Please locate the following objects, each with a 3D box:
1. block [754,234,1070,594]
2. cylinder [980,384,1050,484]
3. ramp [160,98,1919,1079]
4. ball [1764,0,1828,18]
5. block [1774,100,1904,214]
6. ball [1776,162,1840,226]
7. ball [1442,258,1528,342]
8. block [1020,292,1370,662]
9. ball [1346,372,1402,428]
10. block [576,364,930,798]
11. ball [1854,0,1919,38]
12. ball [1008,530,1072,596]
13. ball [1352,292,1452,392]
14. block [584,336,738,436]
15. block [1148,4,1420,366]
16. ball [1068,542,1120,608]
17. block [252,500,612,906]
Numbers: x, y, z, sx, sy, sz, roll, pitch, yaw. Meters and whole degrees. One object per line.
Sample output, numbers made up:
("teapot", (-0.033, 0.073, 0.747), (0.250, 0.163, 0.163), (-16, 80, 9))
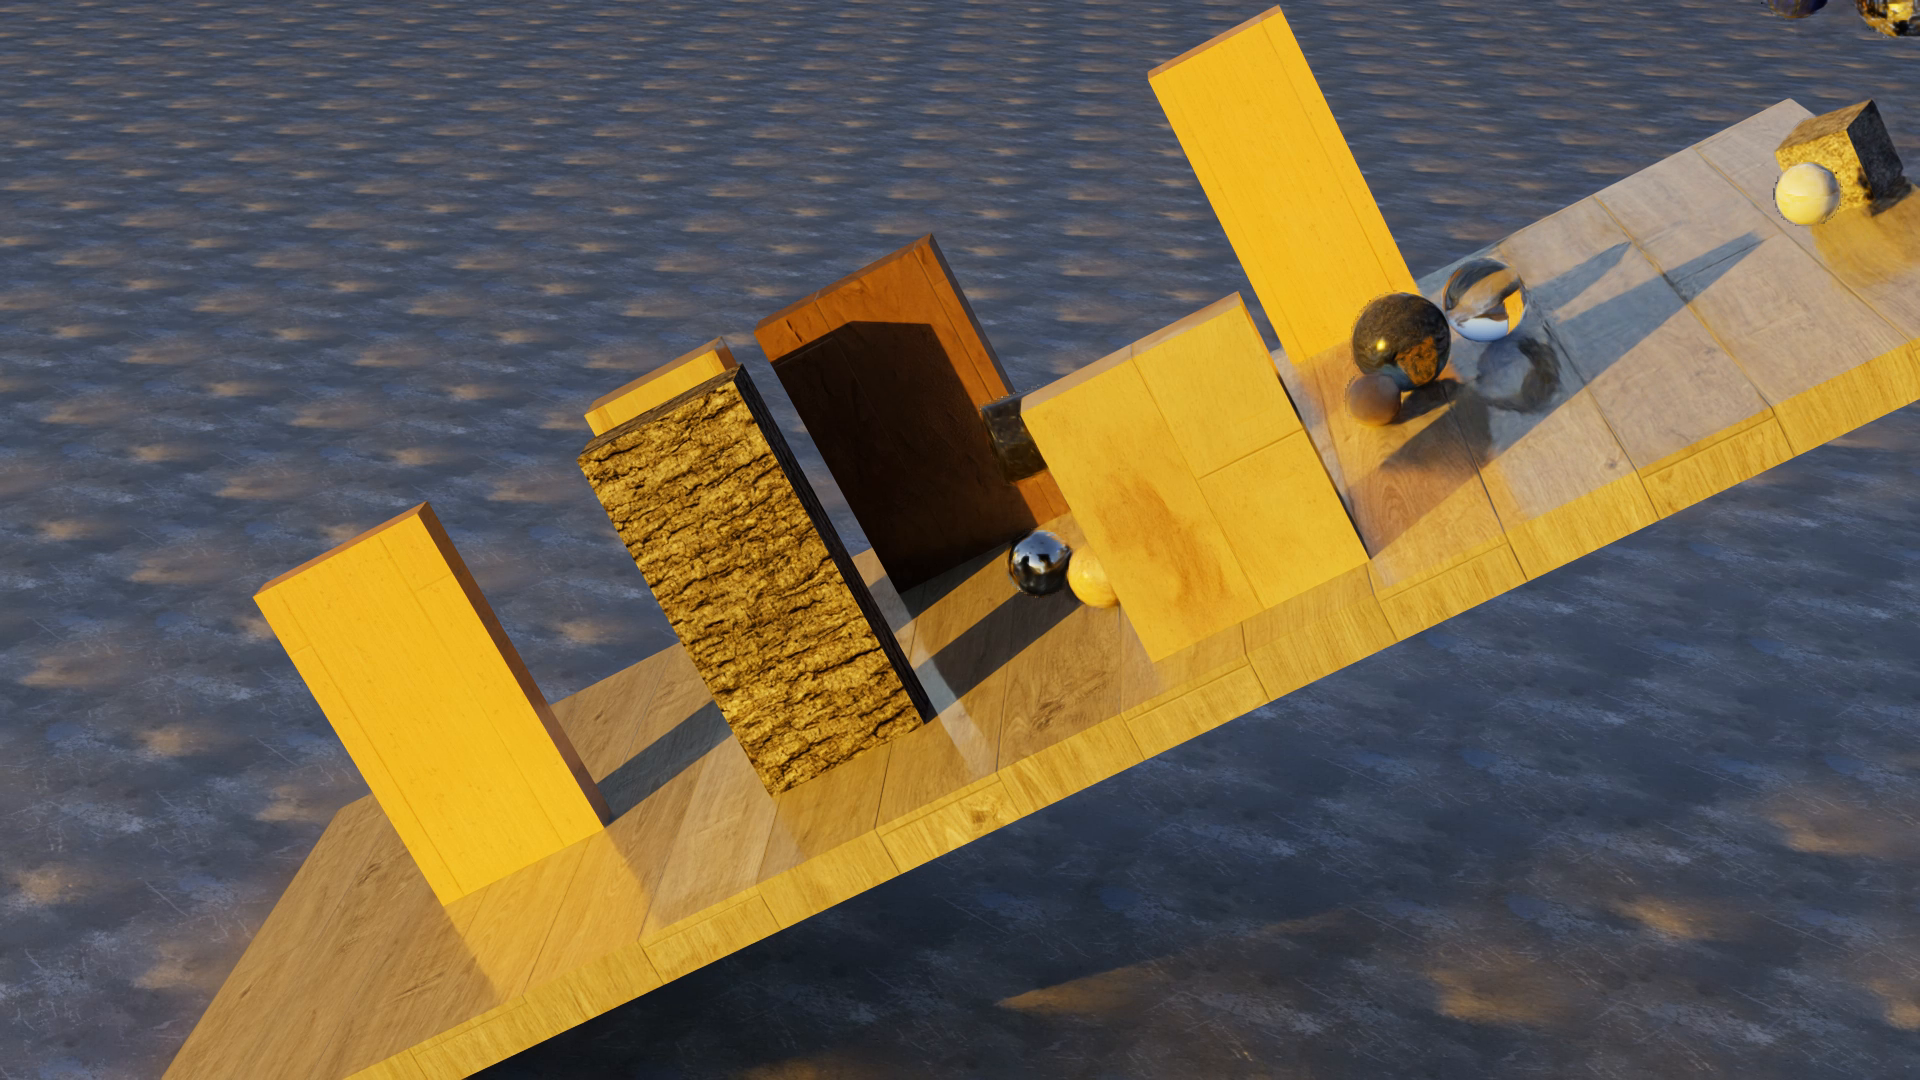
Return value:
("block", (-0.103, -0.284, 6.705), (0.445, 0.694, 0.119), (-26, 14, 10))
("cylinder", (0.136, -0.201, 5.529), (0.155, 0.155, 0.155), (-19, 18, -1))
("ramp", (0.140, 0.167, 6.281), (4.000, 0.100, 2.000), (-26, 14, 10))
("ball", (1.684, -1.124, 5.919), (0.147, 0.147, 0.147), (0, 17, 0))
("block", (1.762, -0.760, 5.896), (0.159, 0.159, 0.159), (-15, 19, 44))
("ball", (1.629, -0.665, 5.652), (0.119, 0.119, 0.119), (0, 17, 0))
("ball", (1.110, -0.506, 6.221), (0.177, 0.177, 0.177), (0, 17, 0))
("block", (0.430, -0.112, 5.387), (0.441, 0.534, 0.116), (-26, 14, 10))
("ball", (0.855, -0.290, 6.073), (0.114, 0.114, 0.114), (0, 17, 0))
("block", (-0.399, 0.083, 5.785), (0.346, 0.781, 0.147), (-26, 14, 10))
("ball", (1.860, -1.087, 5.778), (0.202, 0.202, 0.202), (0, 17, 0))
("ball", (0.169, 0.048, 6.156), (0.137, 0.137, 0.137), (0, 17, 0))
("ball", (0.928, -0.415, 6.183), (0.208, 0.208, 0.208), (0, 17, 0))
("block", (-0.492, -0.038, 6.467), (0.322, 0.748, 0.127), (-26, 14, 10))
("block", (0.756, -0.820, 6.827), (0.337, 0.752, 0.126), (-26, 14, 10))
("ball", (0.284, 0.065, 5.861), (0.140, 0.140, 0.140), (0, 17, 0))
("block", (-1.108, 0.351, 6.213), (0.401, 0.780, 0.095), (-26, 14, 10))
